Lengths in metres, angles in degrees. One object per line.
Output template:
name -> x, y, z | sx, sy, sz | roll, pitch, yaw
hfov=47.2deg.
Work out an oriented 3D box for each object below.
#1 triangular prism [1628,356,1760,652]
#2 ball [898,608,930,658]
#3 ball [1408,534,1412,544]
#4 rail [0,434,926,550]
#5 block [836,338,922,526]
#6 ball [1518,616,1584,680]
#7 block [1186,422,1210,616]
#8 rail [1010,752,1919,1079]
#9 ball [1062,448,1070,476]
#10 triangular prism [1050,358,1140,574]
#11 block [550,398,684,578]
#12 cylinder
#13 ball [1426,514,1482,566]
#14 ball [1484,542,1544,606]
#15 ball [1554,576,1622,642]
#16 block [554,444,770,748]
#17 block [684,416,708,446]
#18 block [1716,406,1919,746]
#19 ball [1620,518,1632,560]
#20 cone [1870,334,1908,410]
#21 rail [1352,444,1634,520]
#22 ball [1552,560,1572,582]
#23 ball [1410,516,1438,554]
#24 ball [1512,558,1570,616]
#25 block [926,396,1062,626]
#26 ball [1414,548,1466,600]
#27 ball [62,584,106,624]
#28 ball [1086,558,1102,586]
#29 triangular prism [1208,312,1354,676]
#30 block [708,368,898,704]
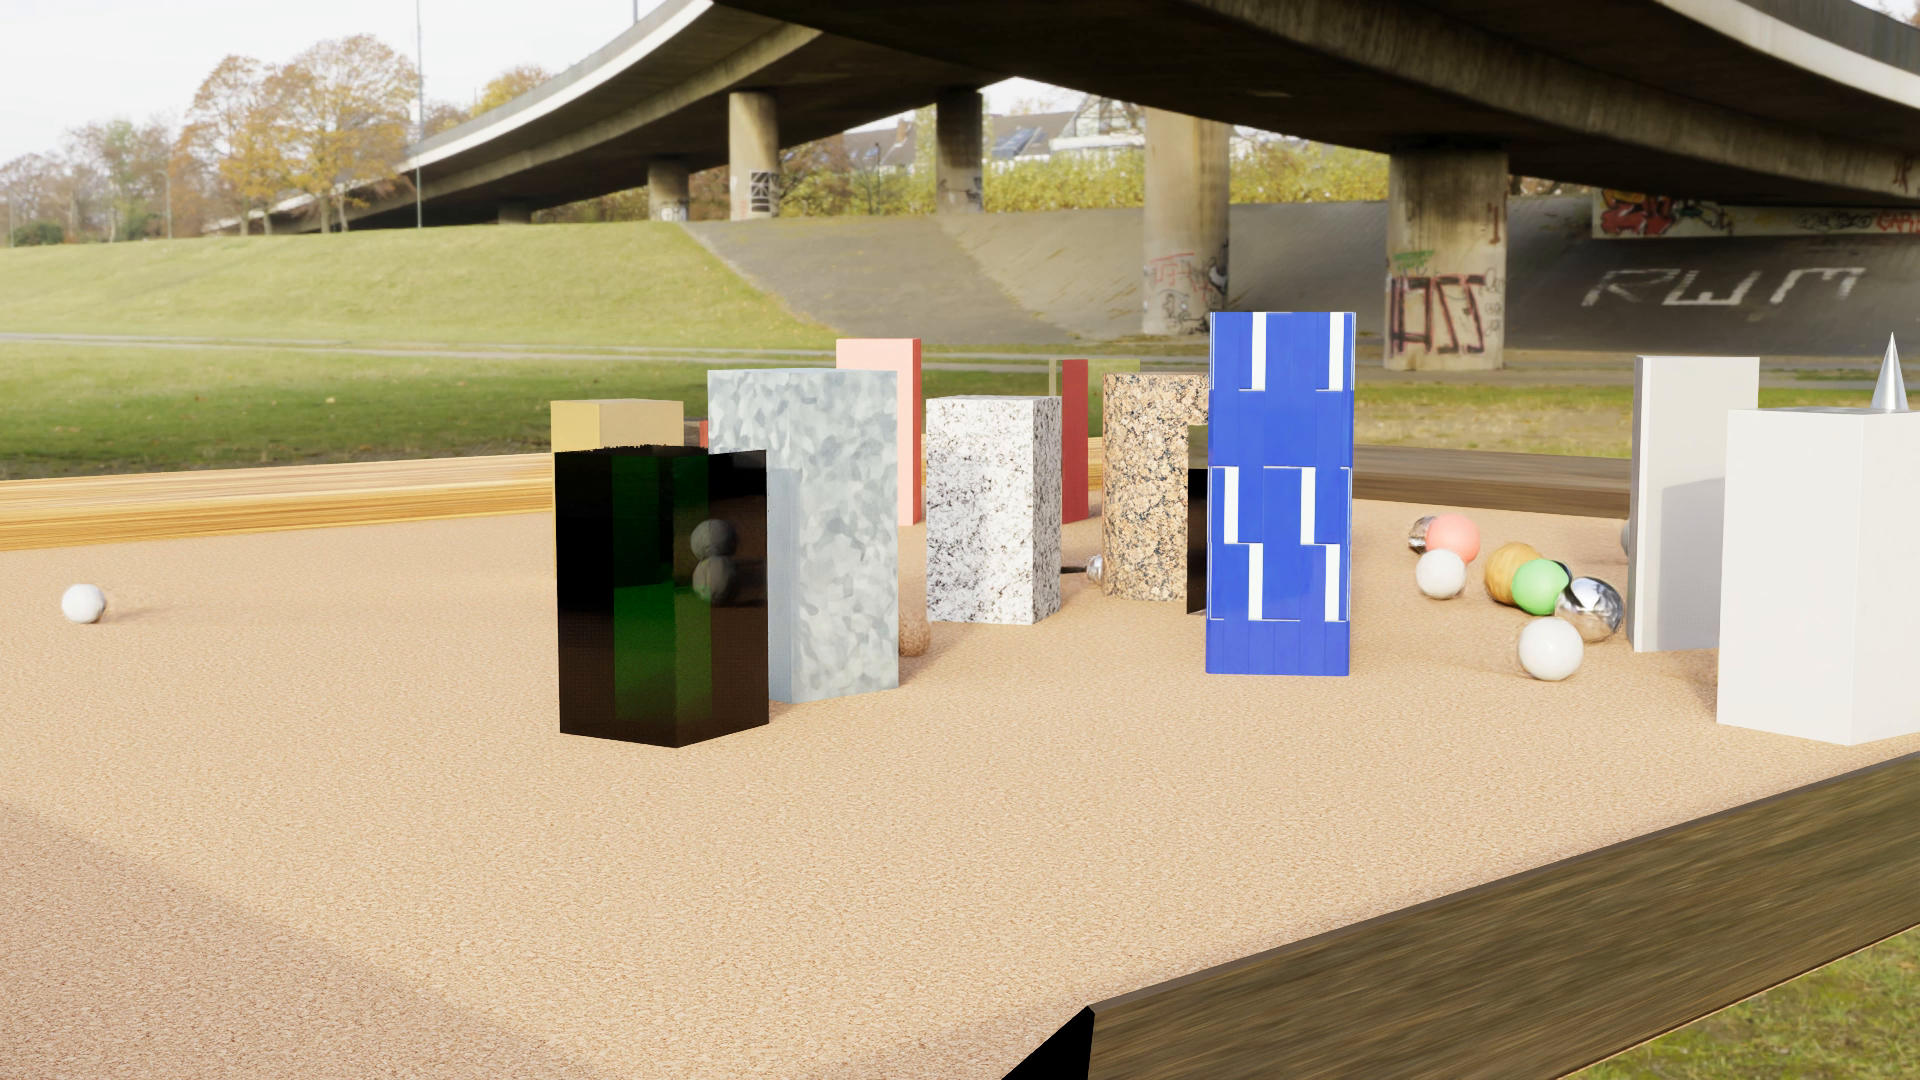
triangular prism -> 0.946, -0.054, 2.951 | 0.171, 0.383, 0.148 | -2, 6, -17
ball -> -0.069, 0.120, 2.832 | 0.062, 0.062, 0.062 | 0, 6, 0
ball -> 0.860, -0.004, 4.103 | 0.044, 0.044, 0.044 | 0, 6, 0
rail -> -1.177, -0.099, 4.601 | 3.940, 0.128, 0.045 | -5, 8, -42
block -> -0.169, -0.230, 4.626 | 0.158, 0.385, 0.158 | 1, 6, 6
ball -> 0.711, 0.131, 2.650 | 0.077, 0.077, 0.077 | 0, 6, 0
block -> 0.439, -0.032, 3.245 | 0.158, 0.278, 0.158 | 3, 7, 28
rail -> 1.177, 0.166, 2.063 | 3.940, 0.128, 0.045 | -5, 8, -42
ball -> 0.251, -0.205, 5.828 | 0.086, 0.086, 0.086 | 0, 6, 0
triangular prism -> 0.199, -0.134, 3.815 | 0.171, 0.362, 0.148 | -4, 7, -32
block -> -0.566, -0.082, 3.641 | 0.158, 0.295, 0.158 | -5, 8, -39
cylinder -> 0.322, -0.088, 3.453 | 0.197, 0.346, 0.197 | 0, 6, 0
ball -> 0.854, 0.002, 3.804 | 0.094, 0.094, 0.094 | 0, 6, 0
ball -> 0.840, 0.052, 3.316 | 0.097, 0.097, 0.097 | 0, 6, 0
ball -> 0.844, 0.094, 2.954 | 0.088, 0.088, 0.088 | 0, 6, 0
block -> -0.315, 0.054, 2.334 | 0.158, 0.297, 0.158 | 4, 7, 32
block -> -0.525, -0.098, 4.026 | 0.158, 0.247, 0.158 | 1, 6, 12
block -> 0.929, 0.031, 2.346 | 0.158, 0.339, 0.158 | -4, 7, -36
ball -> 1.208, -0.002, 3.870 | 0.088, 0.088, 0.088 | 0, 6, 0
cone -> 1.441, -0.118, 3.421 | 0.197, 0.413, 0.197 | 0, 6, 0
rail -> 1.431, -0.104, 4.645 | 0.045, 0.128, 3.520 | -5, 8, -42
ball -> 0.925, 0.060, 3.424 | 0.057, 0.057, 0.057 | 0, 6, 0
ball -> 0.856, -0.008, 4.006 | 0.071, 0.071, 0.071 | 0, 6, 0
ball -> 0.849, 0.069, 3.214 | 0.084, 0.084, 0.084 | 0, 6, 0
block -> 0.051, -0.048, 3.203 | 0.158, 0.318, 0.158 | 2, 6, 17
ball -> 0.742, 0.053, 3.395 | 0.078, 0.078, 0.078 | 0, 6, 0
ball -> -1.245, 0.091, 3.127 | 0.058, 0.058, 0.058 | 0, 6, 0
ball -> 0.228, 0.051, 3.559 | 0.047, 0.047, 0.047 | 0, 6, 0
triangular prism -> 0.398, -0.062, 2.746 | 0.171, 0.442, 0.148 | 1, 6, 7
block -> -0.184, -0.012, 2.585 | 0.158, 0.375, 0.158 | -5, 8, -41
